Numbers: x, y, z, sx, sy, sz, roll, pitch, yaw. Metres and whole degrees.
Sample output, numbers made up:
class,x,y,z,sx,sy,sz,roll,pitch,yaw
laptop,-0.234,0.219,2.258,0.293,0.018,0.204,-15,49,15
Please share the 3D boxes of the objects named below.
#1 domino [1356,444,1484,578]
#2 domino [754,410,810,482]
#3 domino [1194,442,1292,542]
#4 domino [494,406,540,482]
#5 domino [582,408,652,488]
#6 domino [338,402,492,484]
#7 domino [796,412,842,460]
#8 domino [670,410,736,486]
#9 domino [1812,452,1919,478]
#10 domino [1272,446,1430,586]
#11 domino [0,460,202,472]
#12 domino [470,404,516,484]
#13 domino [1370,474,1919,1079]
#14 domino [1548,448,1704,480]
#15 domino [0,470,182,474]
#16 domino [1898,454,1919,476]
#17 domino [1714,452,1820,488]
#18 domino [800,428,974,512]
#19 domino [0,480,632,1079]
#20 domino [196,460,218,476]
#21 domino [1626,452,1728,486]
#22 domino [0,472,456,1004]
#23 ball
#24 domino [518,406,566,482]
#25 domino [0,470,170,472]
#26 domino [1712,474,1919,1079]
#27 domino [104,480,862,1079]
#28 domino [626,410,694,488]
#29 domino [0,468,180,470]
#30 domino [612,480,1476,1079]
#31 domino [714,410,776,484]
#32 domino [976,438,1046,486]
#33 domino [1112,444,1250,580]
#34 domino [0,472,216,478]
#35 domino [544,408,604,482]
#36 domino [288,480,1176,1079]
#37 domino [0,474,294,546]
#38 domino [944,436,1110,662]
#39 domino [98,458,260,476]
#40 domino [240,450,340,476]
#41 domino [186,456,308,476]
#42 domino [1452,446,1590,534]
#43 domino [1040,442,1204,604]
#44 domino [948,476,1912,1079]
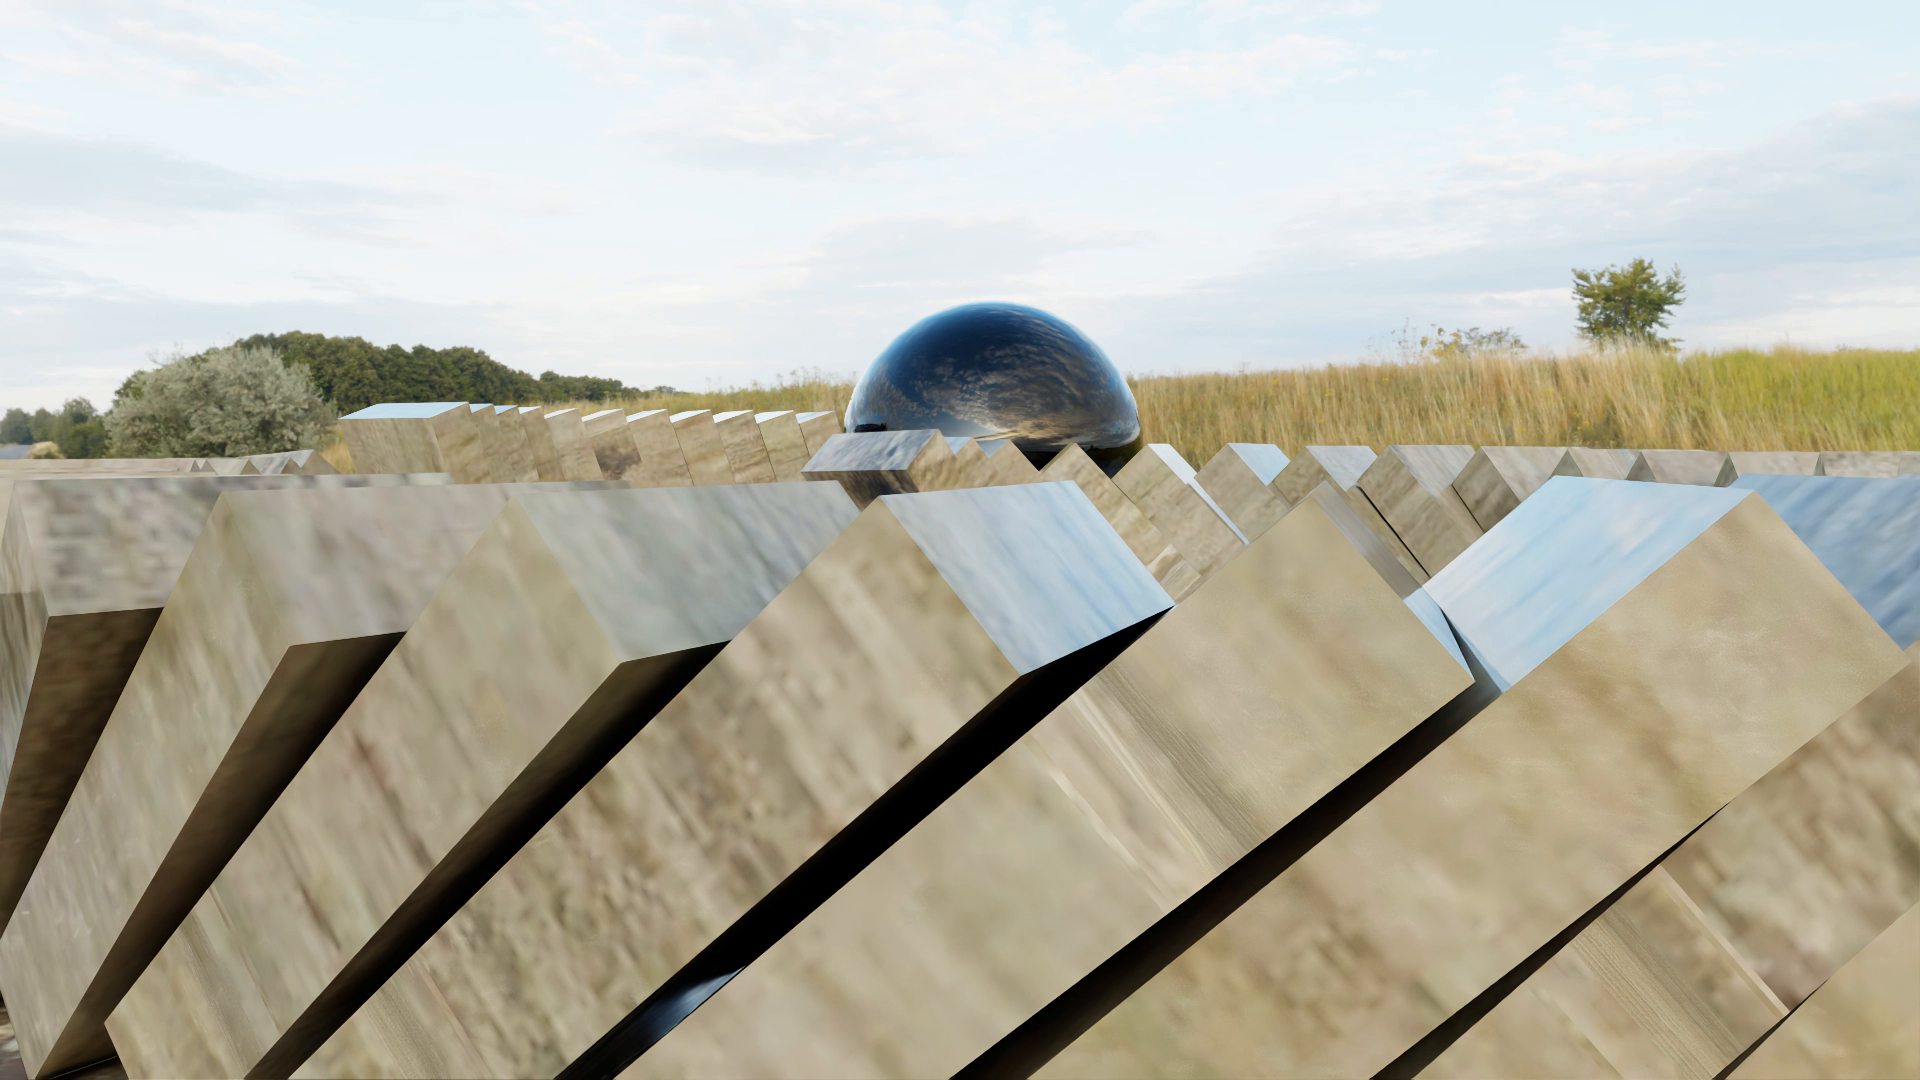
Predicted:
class,x,y,z,sx,sy,sz,roll,pitch,yaw
domino,0.095,0.004,0.228,0.025,0.050,0.010,-3,-39,-35
domino,-0.042,-0.007,0.321,0.009,0.050,0.025,-22,13,-23
domino,0.069,0.003,0.245,0.010,0.050,0.025,-48,-23,26
domino,-0.100,-0.003,0.275,0.025,0.050,0.010,2,24,28
domino,-0.079,-0.005,0.304,0.009,0.050,0.025,-22,13,-23
domino,-0.102,-0.002,0.253,0.025,0.050,0.010,2,24,27
domino,-0.033,-0.007,0.325,0.009,0.050,0.025,-22,13,-23
domino,-0.060,-0.006,0.313,0.009,0.050,0.025,-22,13,-23
domino,0.121,0.010,0.155,0.025,0.009,0.050,2,48,21
domino,0.083,0.004,0.238,0.025,0.050,0.009,-4,-39,-46
domino,-0.107,0.009,0.171,0.025,0.009,0.050,0,-38,-6
domino,-0.101,-0.002,0.264,0.025,0.050,0.009,2,24,27
domino,0.035,0.017,0.071,0.050,0.009,0.025,-42,4,2
domino,0.116,0.007,0.202,0.025,0.010,0.050,0,48,-9
domino,-0.088,0.013,0.127,0.025,0.010,0.050,-2,-36,-24
domino,0.117,0.012,0.139,0.025,0.010,0.050,3,48,31
domino,0.121,0.009,0.171,0.025,0.010,0.050,1,48,9
domino,-0.003,0.004,0.217,0.025,0.050,0.009,2,45,44
domino,-0.042,0.016,0.084,0.050,0.009,0.025,-46,-23,30
domino,-0.111,0.008,0.187,0.025,0.009,0.050,0,-38,4
domino,0.119,0.008,0.187,0.025,0.010,0.050,0,48,-1
domino,-0.055,0.015,0.093,0.025,0.009,0.050,-5,-36,-47
ball,0.008,-0.023,0.340,0.080,0.080,0.080,0,4,0
domino,-0.096,-0.004,0.289,0.025,0.050,0.009,4,24,46
domino,-0.096,0.012,0.141,0.025,0.009,0.050,-1,-36,-19
domino,0.051,0.017,0.075,0.050,0.009,0.025,-42,8,-3
domino,-0.027,0.017,0.078,0.050,0.009,0.025,-44,-18,25
domino,-0.070,-0.006,0.309,0.010,0.050,0.025,-22,13,-23
domino,-0.102,0.011,0.155,0.025,0.010,0.050,-1,-37,-13
domino,0.003,0.017,0.069,0.050,0.010,0.025,-42,-8,16
domino,-0.051,-0.006,0.317,0.009,0.050,0.025,-22,13,-23
domino,0.019,0.003,0.242,0.009,0.050,0.025,-44,11,-7
domino,0.052,0.003,0.248,0.010,0.050,0.025,-45,-10,16
domino,-0.080,0.014,0.114,0.025,0.009,0.050,-3,-36,-30
domino,-0.087,-0.005,0.299,0.010,0.050,0.025,-23,14,-24
domino,-0.013,0.017,0.072,0.050,0.010,0.025,-43,-13,20
domino,-0.069,0.015,0.102,0.025,0.009,0.050,-3,-36,-36
domino,0.007,0.003,0.230,0.010,0.050,0.025,-47,25,-19
domino,-0.111,0.007,0.202,0.025,0.009,0.050,1,-37,10
domino,-0.110,0.004,0.233,0.025,0.009,0.050,-3,-38,25
domino,-0.111,0.006,0.218,0.025,0.010,0.050,1,-37,17
domino,0.108,0.005,0.217,0.025,0.010,0.050,-1,49,-22
domino,0.035,0.003,0.246,0.009,0.050,0.025,-43,1,5
domino,0.019,0.017,0.069,0.050,0.009,0.025,-42,-2,8
